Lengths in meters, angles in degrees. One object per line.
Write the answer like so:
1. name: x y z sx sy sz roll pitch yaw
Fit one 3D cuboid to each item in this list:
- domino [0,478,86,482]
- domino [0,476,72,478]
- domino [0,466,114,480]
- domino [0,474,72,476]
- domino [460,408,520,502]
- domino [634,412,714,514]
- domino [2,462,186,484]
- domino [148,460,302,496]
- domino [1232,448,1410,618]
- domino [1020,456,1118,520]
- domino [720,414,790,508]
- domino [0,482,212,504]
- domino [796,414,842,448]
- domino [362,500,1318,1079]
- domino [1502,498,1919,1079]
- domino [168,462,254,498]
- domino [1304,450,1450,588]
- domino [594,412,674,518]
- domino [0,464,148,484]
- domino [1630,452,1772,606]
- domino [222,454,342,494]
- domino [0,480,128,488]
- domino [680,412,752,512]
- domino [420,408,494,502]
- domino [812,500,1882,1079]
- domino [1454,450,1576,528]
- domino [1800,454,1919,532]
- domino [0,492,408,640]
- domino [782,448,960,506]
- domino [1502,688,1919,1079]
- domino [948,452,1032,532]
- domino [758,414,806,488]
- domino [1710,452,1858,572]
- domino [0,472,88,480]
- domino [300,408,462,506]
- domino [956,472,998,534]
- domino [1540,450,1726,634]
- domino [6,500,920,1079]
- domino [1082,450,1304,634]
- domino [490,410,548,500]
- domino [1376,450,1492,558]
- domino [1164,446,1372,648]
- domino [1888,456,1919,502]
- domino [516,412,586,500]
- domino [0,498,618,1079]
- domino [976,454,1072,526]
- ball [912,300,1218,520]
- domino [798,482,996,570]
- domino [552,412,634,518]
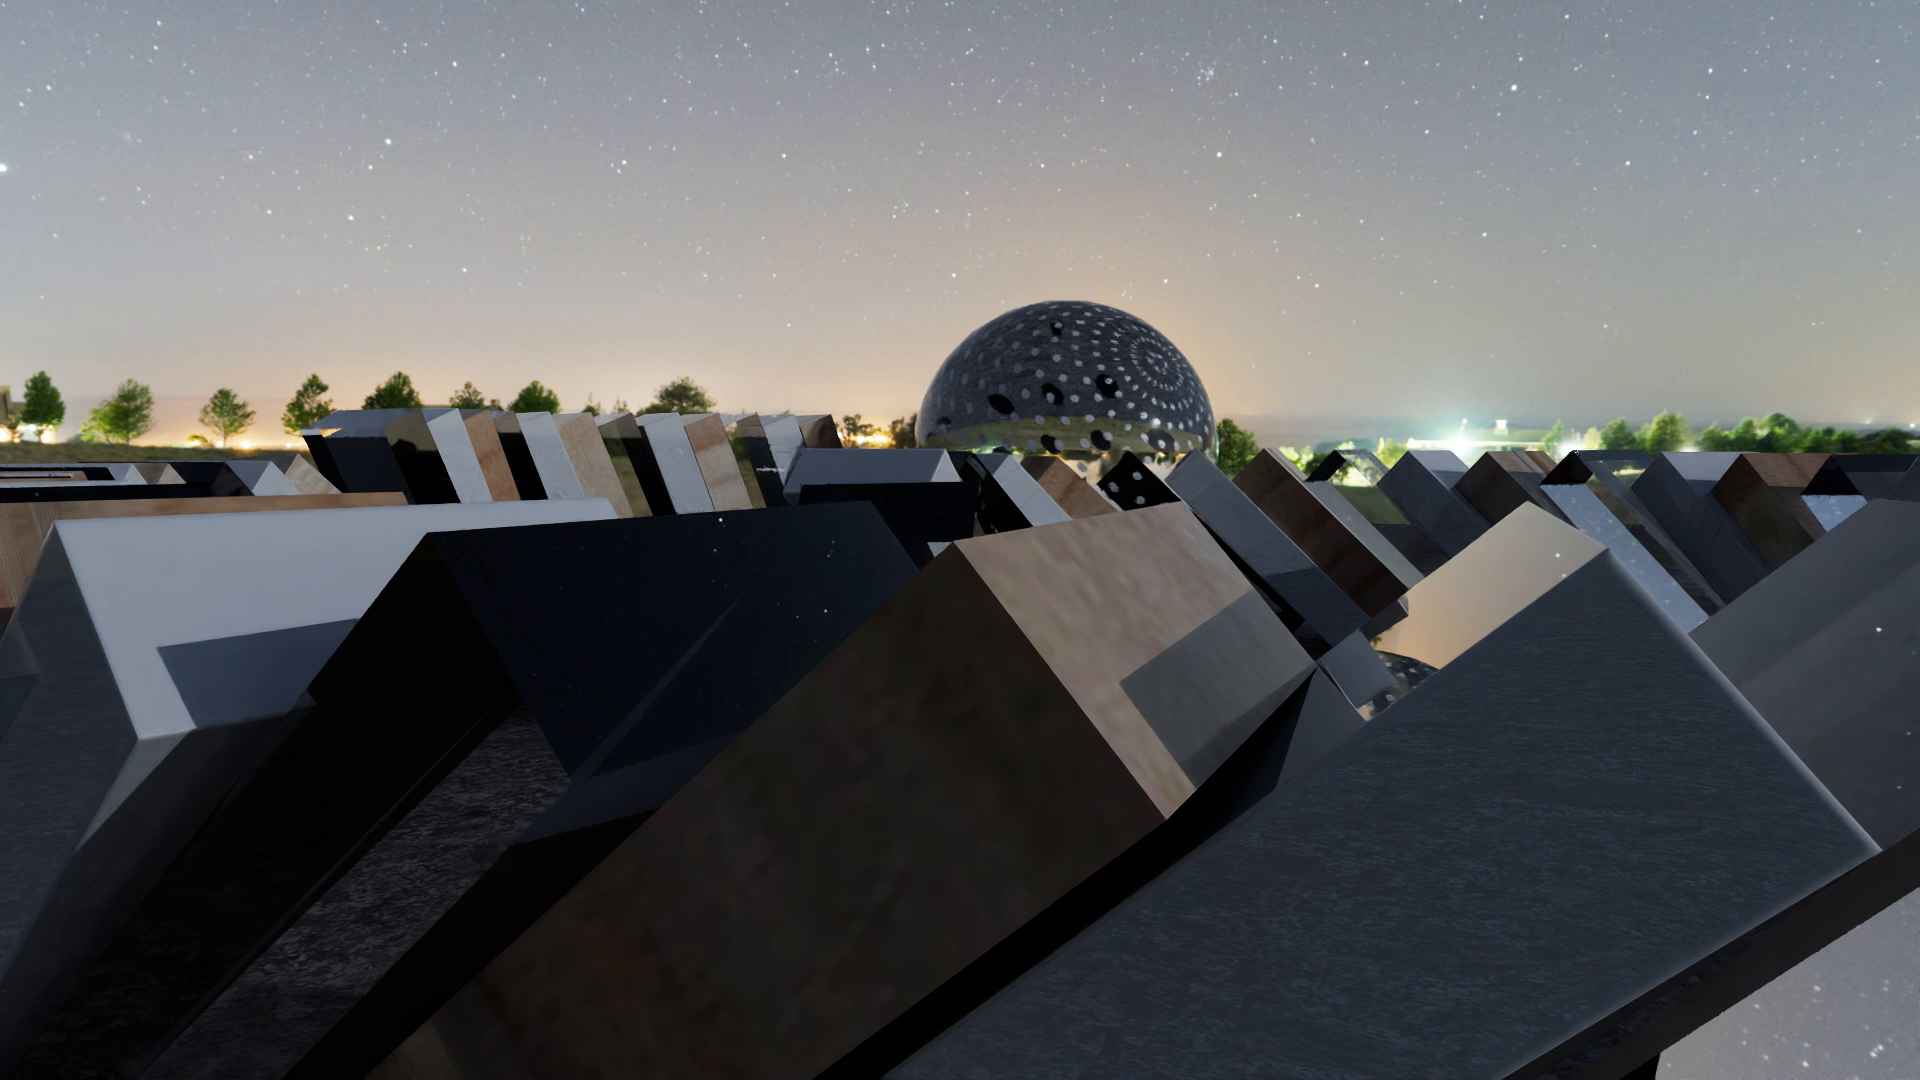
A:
1. domino: -0.086 0.014 0.108 0.025 0.009 0.050 -3 -36 -30
2. domino: -0.095 0.014 0.122 0.025 0.010 0.050 -2 -36 -25
3. domino: -0.115 0.010 0.165 0.025 0.010 0.050 -1 -36 -9
4. domino: -0.103 0.013 0.135 0.025 0.010 0.050 -2 -36 -20
5. domino: -0.109 -0.004 0.287 0.025 0.050 0.009 3 27 31
6. domino: -0.072 -0.007 0.329 0.010 0.050 0.025 -26 17 -28
7. domino: -0.121 0.008 0.197 0.025 0.009 0.050 0 -36 5
8. domino: -0.119 0.006 0.228 0.025 0.009 0.050 1 -36 15
9. domino: 0.081 0.001 0.273 0.050 0.009 0.025 47 17 11
10. domino: 0.032 0.003 0.265 0.050 0.009 0.025 41 -4 -11
11. domino: -0.054 -0.008 0.338 0.009 0.050 0.025 -26 17 -28
12. domino: -0.066 0.016 0.085 0.025 0.010 0.050 -4 -35 -40
13. domino: -0.037 -0.009 0.348 0.010 0.050 0.025 -26 17 -28
14. domino: -0.009 0.018 0.055 0.050 0.009 0.025 -42 -13 21
15. domino: 0.021 0.019 0.049 0.050 0.009 0.025 -41 -5 13
16. domino: -0.120 0.007 0.212 0.025 0.009 0.050 1 -36 9
17. domino: 0.097 0.002 0.269 0.050 0.009 0.025 50 27 20
18. domino: -0.081 -0.007 0.323 0.009 0.050 0.025 -28 18 -28
19. domino: -0.119 0.009 0.181 0.025 0.010 0.050 0 -37 -2
20. domino: 0.147 0.005 0.230 0.025 0.009 0.050 -1 47 -19
21. domino: -0.119 0.004 0.243 0.025 0.009 0.050 -2 -37 23
22. domino: -0.077 0.015 0.096 0.025 0.010 0.050 -3 -35 -35
23. domino: -0.063 -0.008 0.334 0.010 0.050 0.025 -26 17 -28
24. domino: -0.111 -0.003 0.275 0.025 0.050 0.009 3 28 31
25. domino: 0.006 0.019 0.051 0.050 0.010 0.025 -42 -9 18
26. domino: 0.124 0.003 0.253 0.025 0.009 0.050 -4 49 -41
27. domino: 0.158 0.007 0.201 0.025 0.010 0.050 0 47 -5
28. domino: -0.052 0.017 0.076 0.025 0.009 0.050 -5 -34 -49
29. domino: -0.007 0.006 0.213 0.025 0.009 0.050 2 -40 26
30. domino: 0.037 0.019 0.048 0.050 0.009 0.025 -41 -1 8
31. domino: 0.005 0.004 0.243 0.025 0.010 0.050 4 -37 49
32. domino: -0.046 -0.008 0.344 0.009 0.050 0.025 -26 17 -28
33. domino: 0.153 0.006 0.216 0.025 0.009 0.050 -1 47 -13
34. domino: -0.109 0.012 0.150 0.025 0.009 0.050 -1 -36 -15
35. domino: -0.113 -0.002 0.263 0.025 0.050 0.010 2 30 29
36. domino: -0.003 0.005 0.229 0.025 0.009 0.050 3 -38 40
37. domino: 0.136 0.004 0.242 0.025 0.009 0.050 -3 49 -32
38. domino: -0.024 0.018 0.061 0.050 0.009 0.025 -43 -17 25
39. domino: 0.048 0.002 0.270 0.050 0.009 0.025 43 2 -5
40. domino: -0.105 -0.005 0.299 0.025 0.050 0.009 4 28 41
41. domino: 0.110 0.002 0.262 0.025 0.010 0.050 -5 50 -50
42. domino: 0.064 0.001 0.273 0.050 0.009 0.025 45 9 3
43. domino: 0.161 0.008 0.185 0.025 0.010 0.050 0 46 1
44. domino: -0.098 -0.006 0.309 0.009 0.050 0.025 -29 20 -31
45. domino: -0.039 0.018 0.067 0.050 0.010 0.025 -45 -22 29
46. domino: 0.017 0.003 0.256 0.050 0.009 0.025 45 -16 -23
47. ball: 0.028 -0.023 0.339 0.080 0.080 0.080 0 4 0
48. domino: -0.005 0.009 0.192 0.025 0.010 0.050 -1 -32 13
49. domino: -0.090 -0.006 0.317 0.009 0.050 0.025 -29 19 -31
